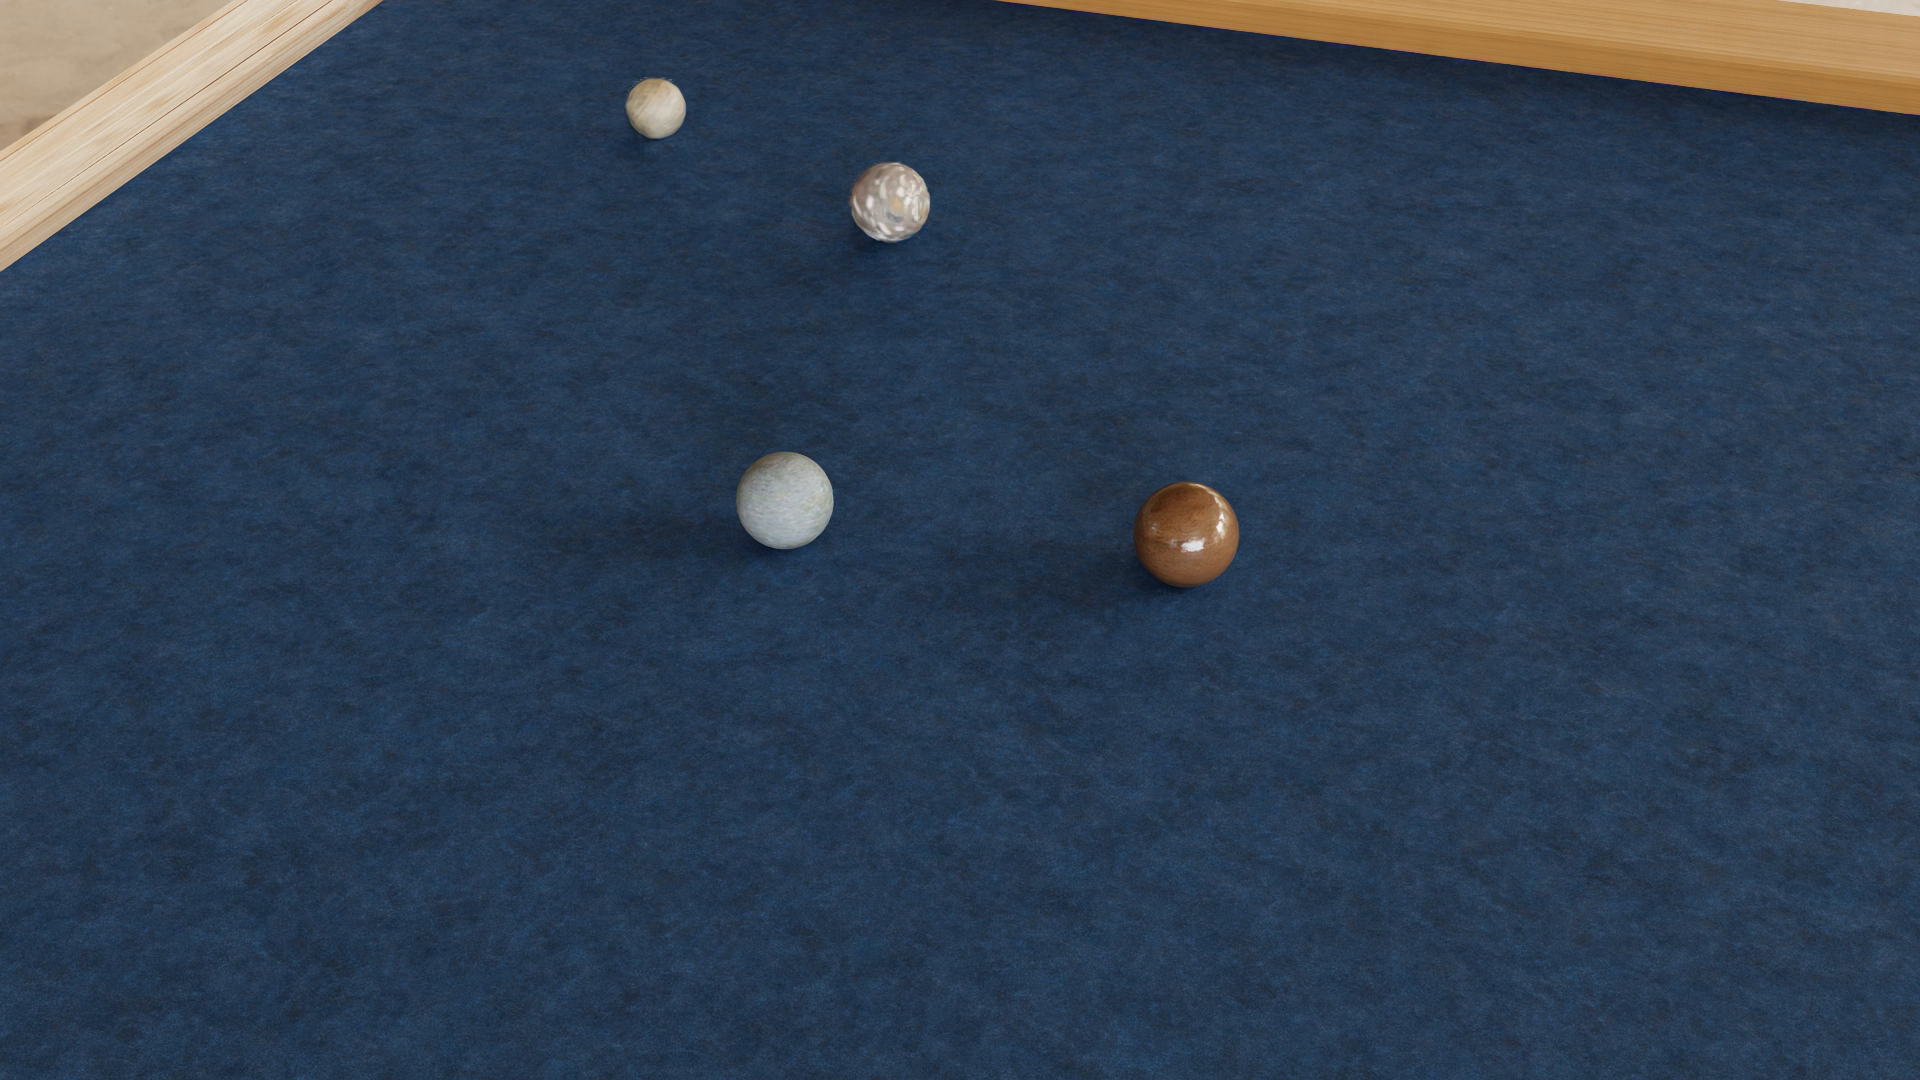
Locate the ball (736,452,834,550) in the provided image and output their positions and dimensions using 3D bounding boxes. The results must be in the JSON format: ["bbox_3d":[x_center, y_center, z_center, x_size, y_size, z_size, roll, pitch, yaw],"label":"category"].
[{"bbox_3d":[-0.142,-0.032,2.077,0.079,0.079,0.079,0,33,0],"label":"ball"}]

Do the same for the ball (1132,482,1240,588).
[{"bbox_3d":[0.179,-0.004,2.031,0.084,0.084,0.084,0,33,0],"label":"ball"}]

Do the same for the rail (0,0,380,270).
[{"bbox_3d":[-0.981,-0.197,2.300,0.045,0.110,2.389,10,35,15],"label":"rail"}]

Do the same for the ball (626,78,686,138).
[{"bbox_3d":[-0.326,-0.462,2.749,0.064,0.064,0.064,0,33,0],"label":"ball"}]

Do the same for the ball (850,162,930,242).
[{"bbox_3d":[-0.069,-0.334,2.539,0.079,0.079,0.079,0,33,0],"label":"ball"}]

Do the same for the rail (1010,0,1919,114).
[{"bbox_3d":[1.376,-0.440,2.671,4.233,0.110,0.045,10,35,15],"label":"rail"}]
